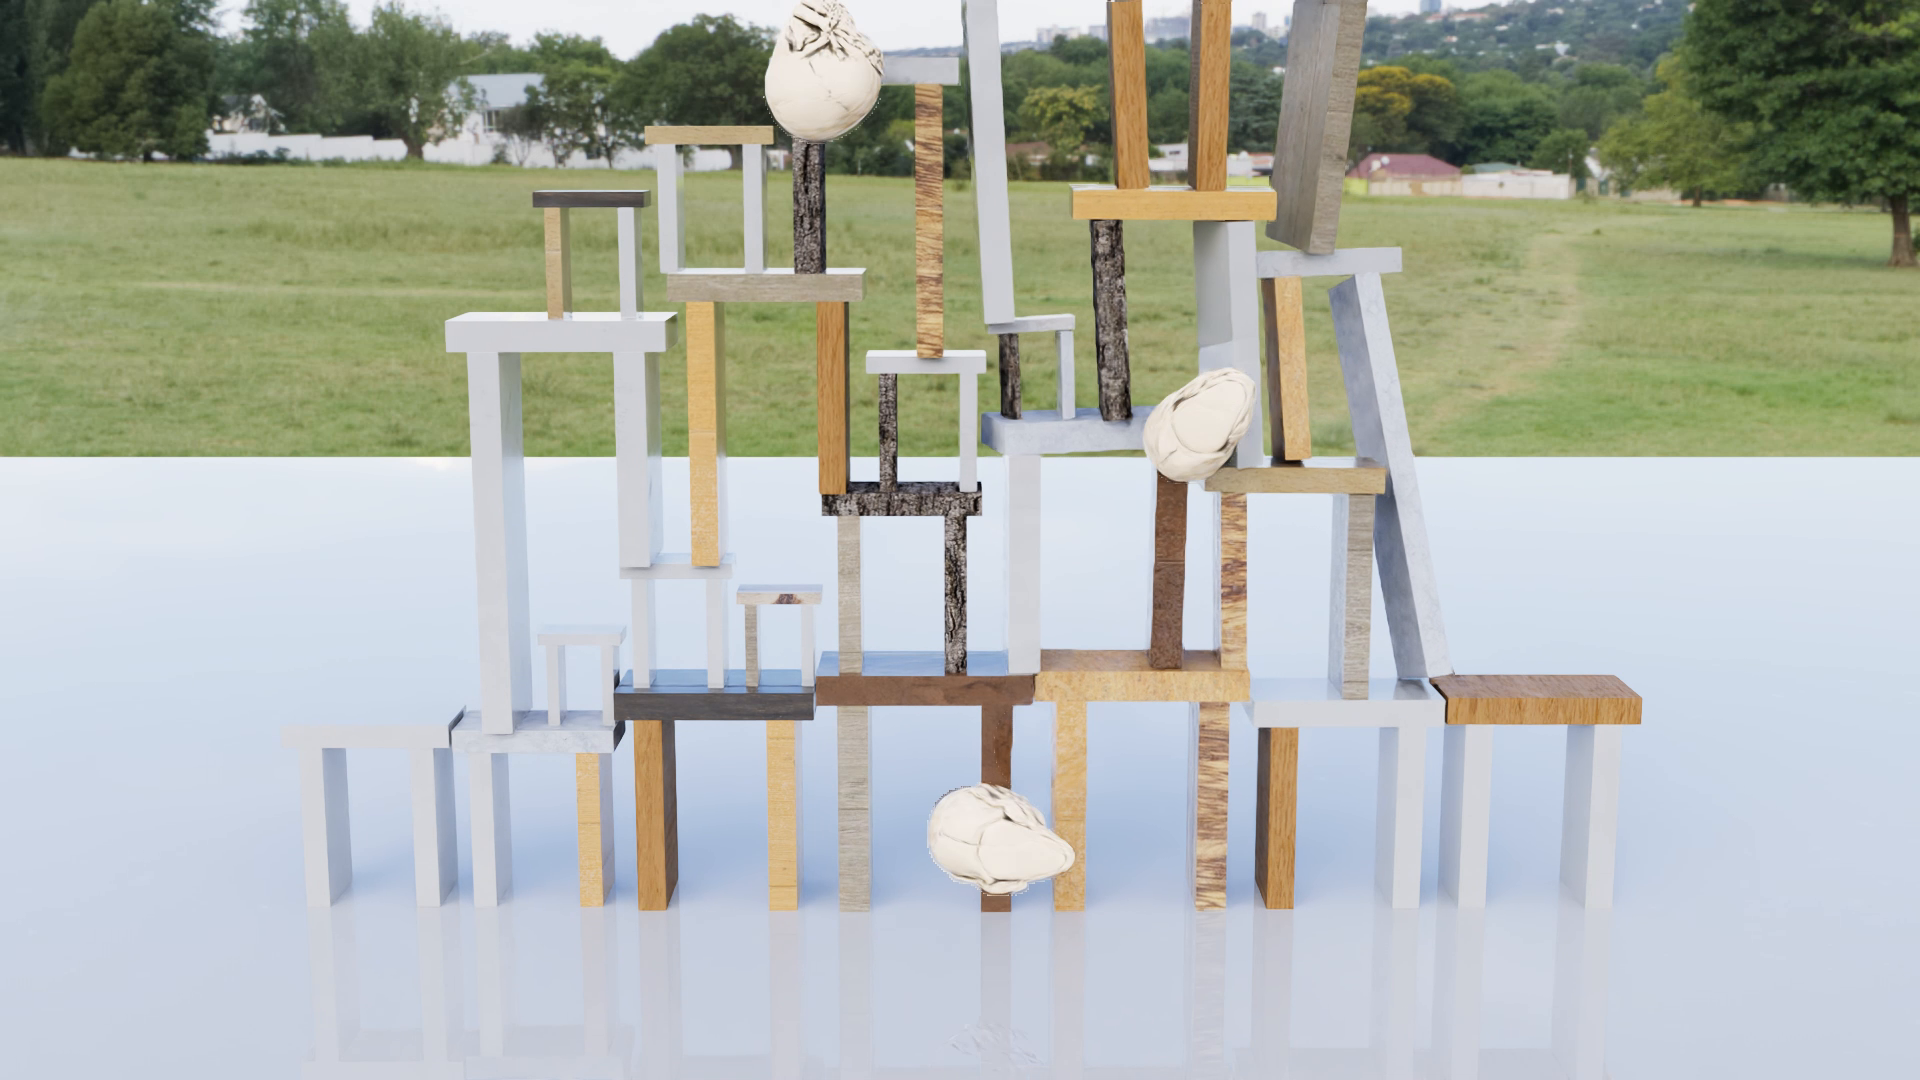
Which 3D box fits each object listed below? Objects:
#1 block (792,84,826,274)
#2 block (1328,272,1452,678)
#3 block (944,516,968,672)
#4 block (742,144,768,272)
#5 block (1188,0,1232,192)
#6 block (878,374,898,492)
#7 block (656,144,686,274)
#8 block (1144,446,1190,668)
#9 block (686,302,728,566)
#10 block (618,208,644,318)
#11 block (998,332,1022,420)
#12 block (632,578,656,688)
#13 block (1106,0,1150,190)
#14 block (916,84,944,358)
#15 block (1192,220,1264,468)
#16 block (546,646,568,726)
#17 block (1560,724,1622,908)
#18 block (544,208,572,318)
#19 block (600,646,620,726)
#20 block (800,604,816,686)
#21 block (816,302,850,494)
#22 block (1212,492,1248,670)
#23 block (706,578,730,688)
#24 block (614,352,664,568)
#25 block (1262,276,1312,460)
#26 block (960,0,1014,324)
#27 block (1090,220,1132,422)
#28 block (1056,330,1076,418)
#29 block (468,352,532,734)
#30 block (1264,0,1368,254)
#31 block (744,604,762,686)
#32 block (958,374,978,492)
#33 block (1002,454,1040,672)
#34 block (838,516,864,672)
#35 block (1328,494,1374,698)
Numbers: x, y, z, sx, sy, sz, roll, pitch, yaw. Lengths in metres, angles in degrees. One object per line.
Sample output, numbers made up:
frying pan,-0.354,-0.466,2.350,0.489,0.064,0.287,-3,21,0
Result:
block,-0.237,-0.568,3.457,0.041,0.288,0.144,0,10,0
block,0.705,-0.102,3.620,0.041,0.662,0.145,-10,-2,-9
block,-0.007,0.076,3.572,0.036,0.255,0.127,0,10,0
block,-0.321,-0.523,3.463,0.028,0.198,0.099,0,11,0
block,0.388,-0.709,3.425,0.045,0.317,0.158,0,13,0
block,-0.115,-0.178,3.527,0.027,0.189,0.094,0,11,0
block,-0.454,-0.523,3.461,0.028,0.198,0.099,0,10,0
block,0.338,0.019,3.598,0.050,0.352,0.176,2,8,2
block,-0.405,-0.178,3.531,0.043,0.418,0.152,0,10,0
block,-0.521,-0.440,3.482,0.024,0.173,0.086,0,11,0
block,0.080,-0.265,3.522,0.020,0.138,0.069,-4,9,-10
block,-0.515,0.143,3.582,0.026,0.180,0.090,0,11,0
block,0.261,-0.720,3.430,0.047,0.333,0.167,-3,12,2
block,-0.047,-0.504,3.469,0.041,0.418,0.144,0,10,1
block,0.427,-0.319,3.508,0.044,0.387,0.157,-7,14,-13
block,-0.662,0.230,3.607,0.019,0.134,0.067,0,11,0
block,1.044,0.436,3.645,0.044,0.311,0.156,0,11,0
block,-0.636,-0.440,3.482,0.024,0.173,0.086,0,11,0
block,-0.572,0.230,3.607,0.019,0.134,0.067,0,11,0
block,-0.247,0.164,3.586,0.019,0.136,0.068,0,11,0
block,-0.202,-0.235,3.520,0.043,0.303,0.152,0,10,0
block,0.440,0.055,3.591,0.041,0.287,0.144,-1,9,1
block,-0.395,0.143,3.582,0.025,0.180,0.090,0,11,0
block,-0.516,-0.140,3.539,0.048,0.341,0.171,0,11,0
block,0.530,-0.280,3.576,0.041,0.291,0.145,-4,5,0
block,0.042,-0.613,3.459,0.047,0.533,0.167,-4,9,-2
block,0.239,-0.357,3.503,0.044,0.313,0.157,-4,12,1
block,0.169,-0.267,3.524,0.020,0.138,0.069,-3,10,-5
block,-0.743,-0.006,3.563,0.048,0.614,0.171,0,11,0
block,0.566,-0.677,3.505,0.045,0.416,0.158,-1,18,-19
block,-0.337,0.164,3.586,0.019,0.136,0.068,0,11,0
block,0.012,-0.179,3.530,0.027,0.189,0.094,0,11,-2
block,0.099,0.025,3.576,0.050,0.351,0.175,-1,9,-2
block,-0.177,0.076,3.572,0.036,0.255,0.127,0,10,0
block,0.636,0.080,3.580,0.041,0.330,0.144,0,10,-1
